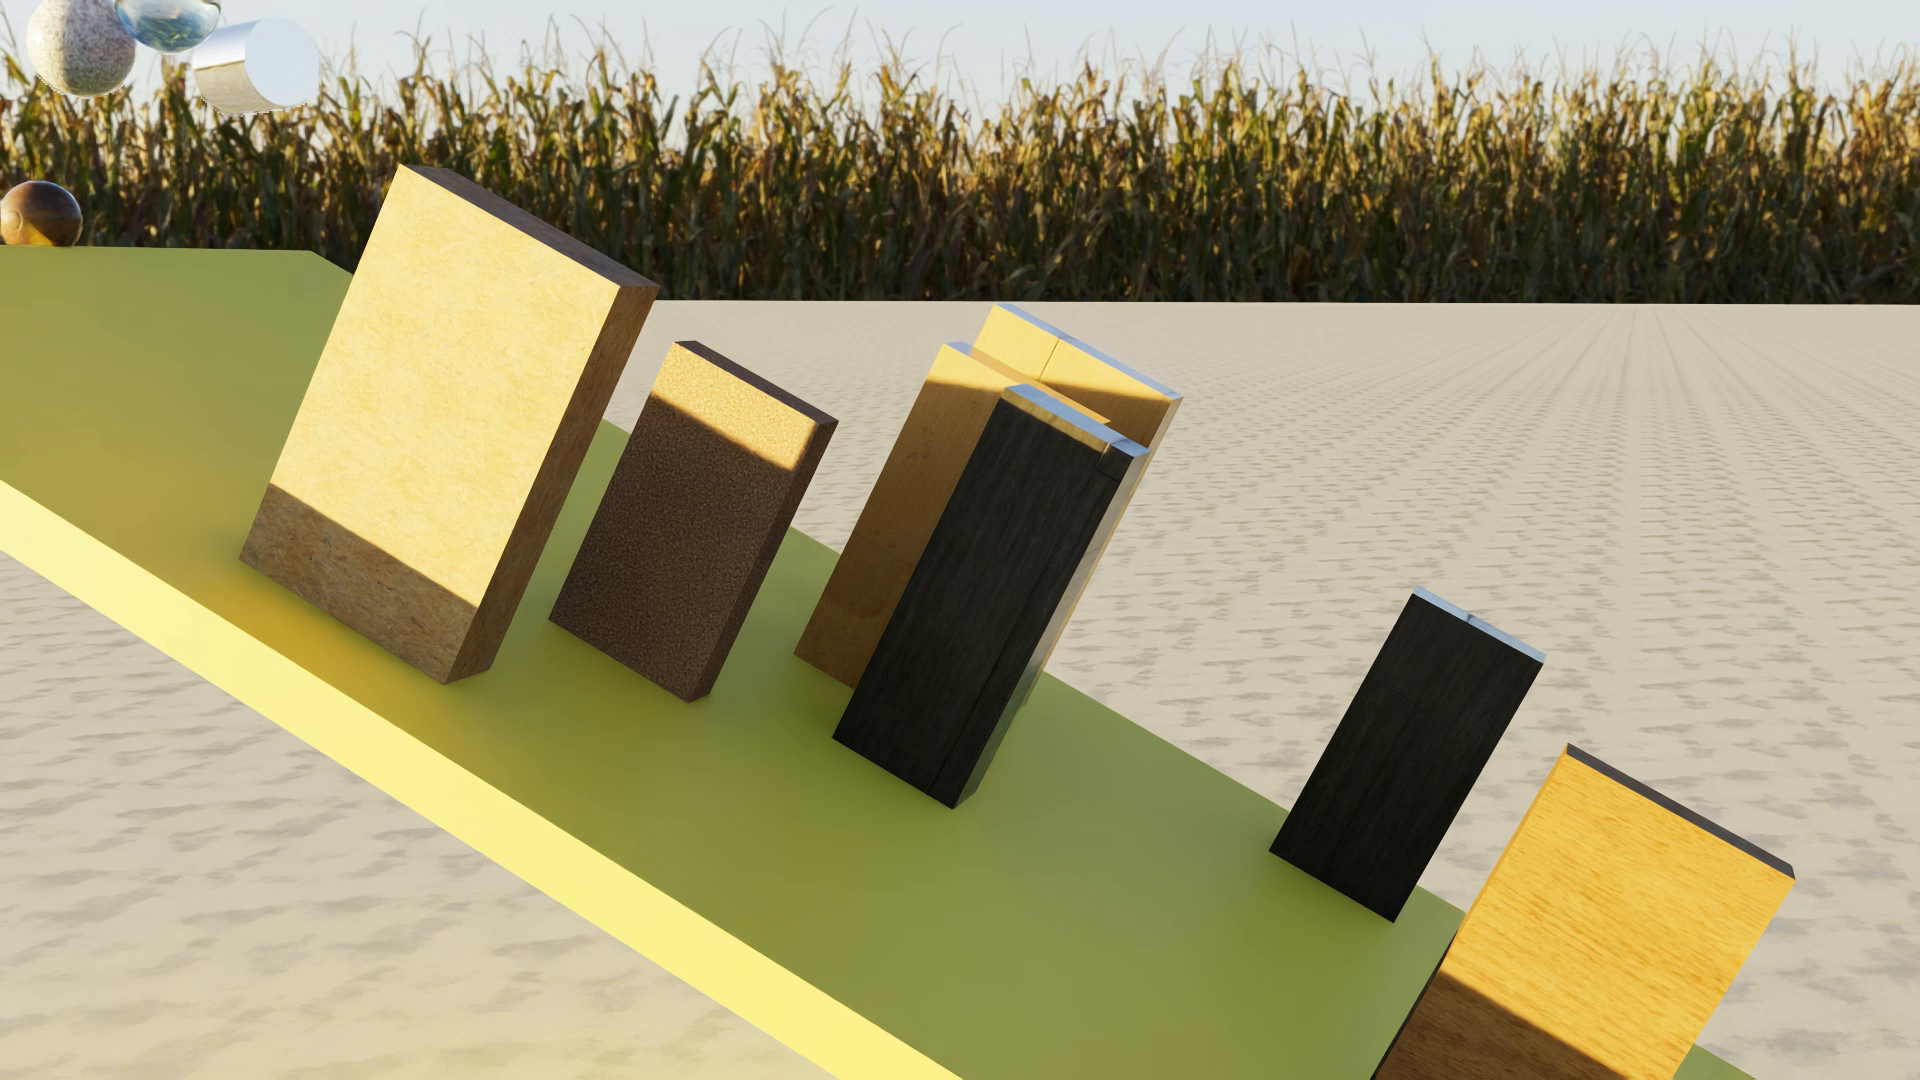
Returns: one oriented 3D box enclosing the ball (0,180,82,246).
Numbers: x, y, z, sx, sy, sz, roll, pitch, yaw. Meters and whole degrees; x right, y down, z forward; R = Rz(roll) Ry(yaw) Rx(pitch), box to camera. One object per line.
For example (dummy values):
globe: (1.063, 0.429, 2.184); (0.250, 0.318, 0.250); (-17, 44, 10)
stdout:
ball: (-1.950, -0.678, 4.663); (0.167, 0.167, 0.167); (0, 7, 0)

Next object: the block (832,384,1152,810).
block: (0.054, 0.102, 4.007); (0.262, 0.730, 0.146); (29, 14, 12)

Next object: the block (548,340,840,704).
block: (-0.475, -0.033, 3.895); (0.304, 0.560, 0.096); (29, 14, 12)

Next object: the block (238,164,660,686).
block: (-0.821, -0.184, 3.514); (0.415, 0.705, 0.146); (29, 14, 12)

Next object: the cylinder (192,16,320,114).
cylinder: (-1.525, -1.027, 4.766); (0.189, 0.189, 0.189); (2, 7, 38)

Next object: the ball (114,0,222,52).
ball: (-1.493, -1.017, 4.145); (0.191, 0.191, 0.191); (0, 7, 0)

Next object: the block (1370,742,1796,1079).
block: (0.911, 0.714, 3.350); (0.366, 0.721, 0.086); (29, 14, 12)

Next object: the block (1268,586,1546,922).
block: (0.924, 0.443, 4.558); (0.294, 0.626, 0.115); (29, 14, 12)

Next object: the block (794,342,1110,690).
block: (-0.020, -0.002, 4.325); (0.336, 0.695, 0.131); (29, 14, 12)

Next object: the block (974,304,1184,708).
block: (0.107, -0.067, 4.671); (0.425, 0.754, 0.119); (29, 14, 12)

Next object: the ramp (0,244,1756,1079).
ramp: (-0.236, 0.394, 4.155); (4.000, 0.100, 2.000); (29, 14, 12)

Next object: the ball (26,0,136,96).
ball: (-1.674, -0.947, 4.192); (0.197, 0.197, 0.197); (0, 7, 0)
